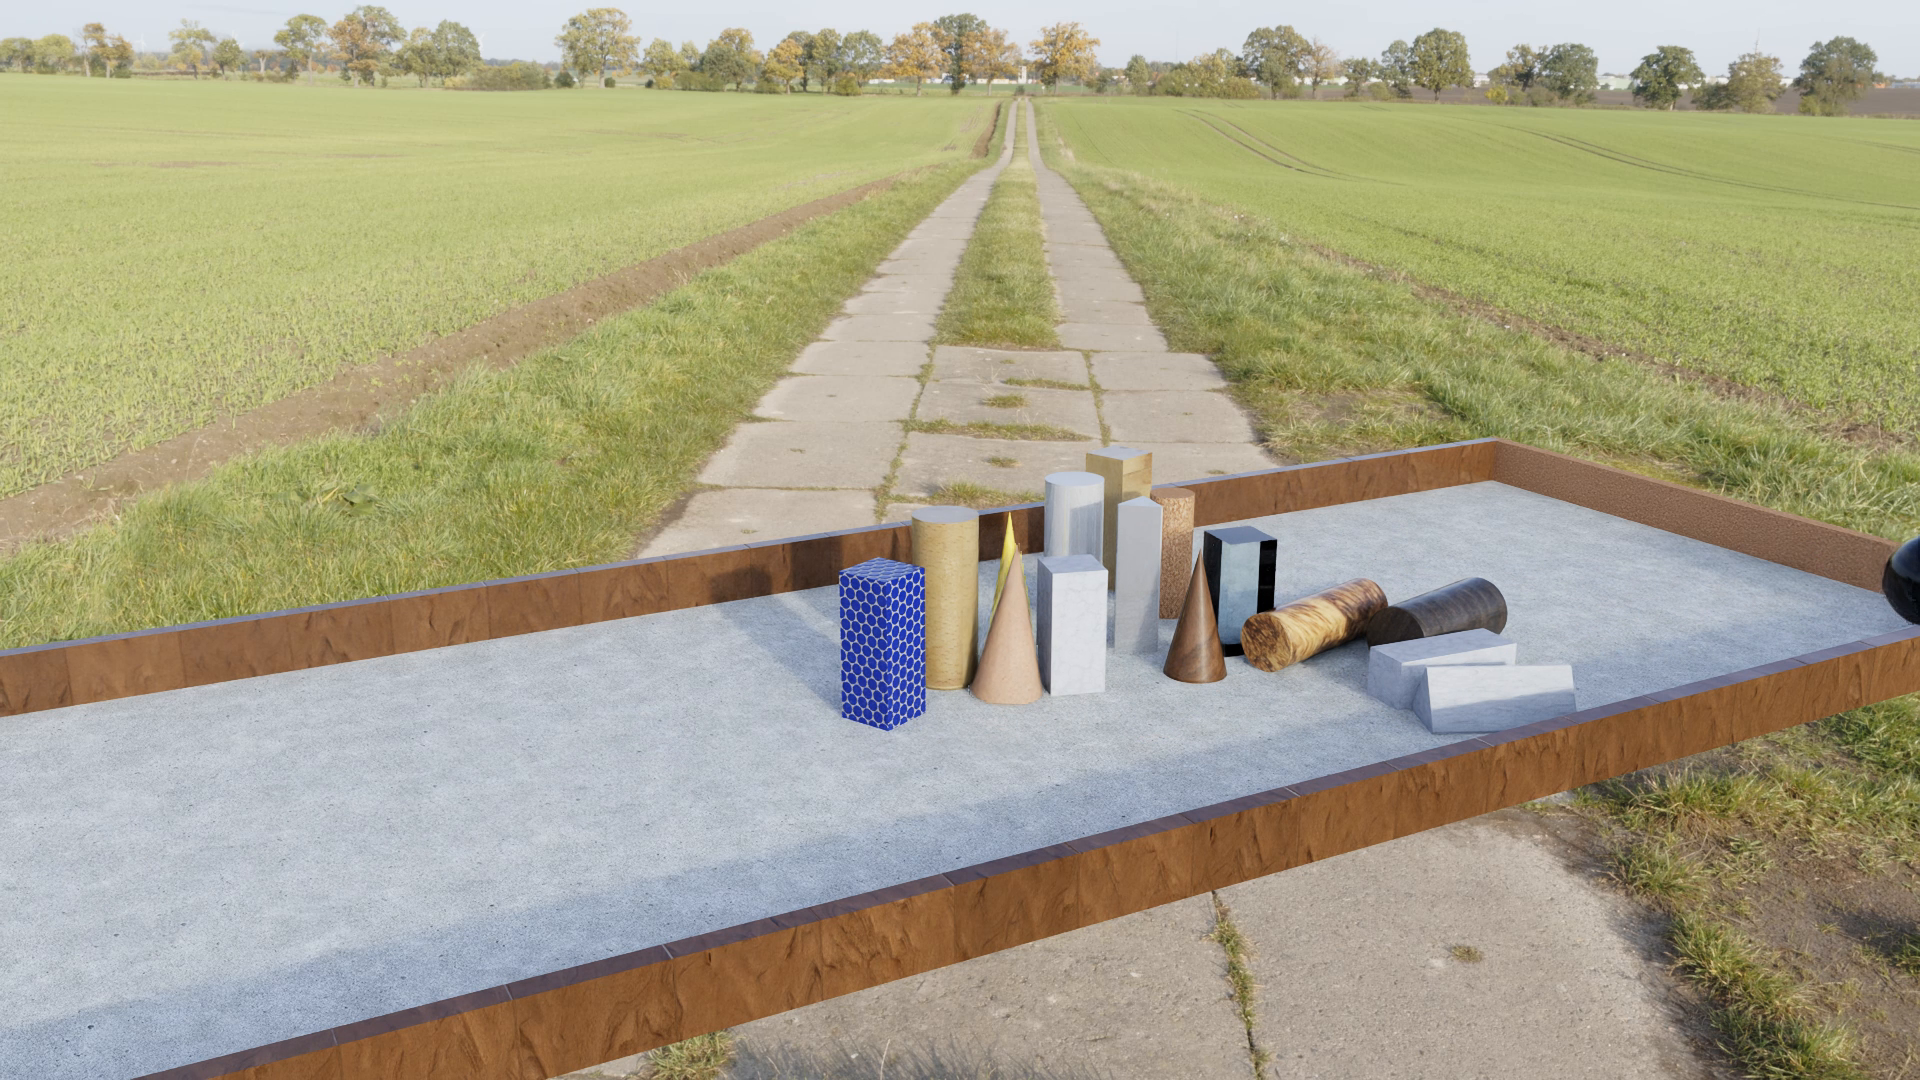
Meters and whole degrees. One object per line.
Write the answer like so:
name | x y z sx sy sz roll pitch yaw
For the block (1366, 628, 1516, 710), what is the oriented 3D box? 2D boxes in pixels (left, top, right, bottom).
block | 1.186 0.316 4.062 0.346 0.123 0.123 -7 18 -22

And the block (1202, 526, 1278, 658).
block | 0.733 0.134 4.352 0.139 0.308 0.139 -6 17 -20

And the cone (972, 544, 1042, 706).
cone | 0.126 0.188 3.993 0.177 0.389 0.177 3 22 -1

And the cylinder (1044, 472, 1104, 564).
cylinder | 0.316 0.019 4.598 0.165 0.391 0.165 0 16 0

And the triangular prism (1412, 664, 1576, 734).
triangular prism | 1.261 0.359 3.880 0.343 0.135 0.156 -1 16 -3

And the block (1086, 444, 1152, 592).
block | 0.464 -0.064 4.866 0.138 0.399 0.138 15 22 41

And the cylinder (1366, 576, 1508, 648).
cylinder | 1.243 0.220 4.290 0.379 0.176 0.176 -14 21 -40

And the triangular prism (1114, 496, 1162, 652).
triangular prism | 0.474 0.088 4.352 0.115 0.396 0.100 3 17 11

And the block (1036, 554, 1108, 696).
block | 0.275 0.209 4.084 0.138 0.315 0.138 -4 17 -12

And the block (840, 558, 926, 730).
block | -0.181 0.243 3.883 0.141 0.364 0.141 12 20 35

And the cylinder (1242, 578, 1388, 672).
cylinder | 0.937 0.219 4.337 0.441 0.153 0.153 -15 22 -41

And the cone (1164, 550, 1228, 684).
cone | 0.600 0.178 4.162 0.163 0.331 0.163 0 16 0

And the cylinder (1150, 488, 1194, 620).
cylinder | 0.588 0.036 4.613 0.124 0.348 0.124 0 16 0

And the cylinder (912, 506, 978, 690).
cylinder | -0.036 0.143 4.103 0.166 0.431 0.166 0 16 0

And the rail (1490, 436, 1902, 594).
rail | 2.466 -0.048 5.253 0.050 0.150 2.100 -9 18 -27

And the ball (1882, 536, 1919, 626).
ball | 2.669 0.112 4.499 0.267 0.267 0.267 0 16 0

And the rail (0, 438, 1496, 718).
rail | -3.305 0.497 3.399 12.000 0.150 0.050 -9 18 -27

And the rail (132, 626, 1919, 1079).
rail | -2.336 1.006 1.665 12.000 0.150 0.050 -9 18 -27

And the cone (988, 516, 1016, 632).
cone | 0.129 0.104 4.335 0.122 0.375 0.122 0 16 0
